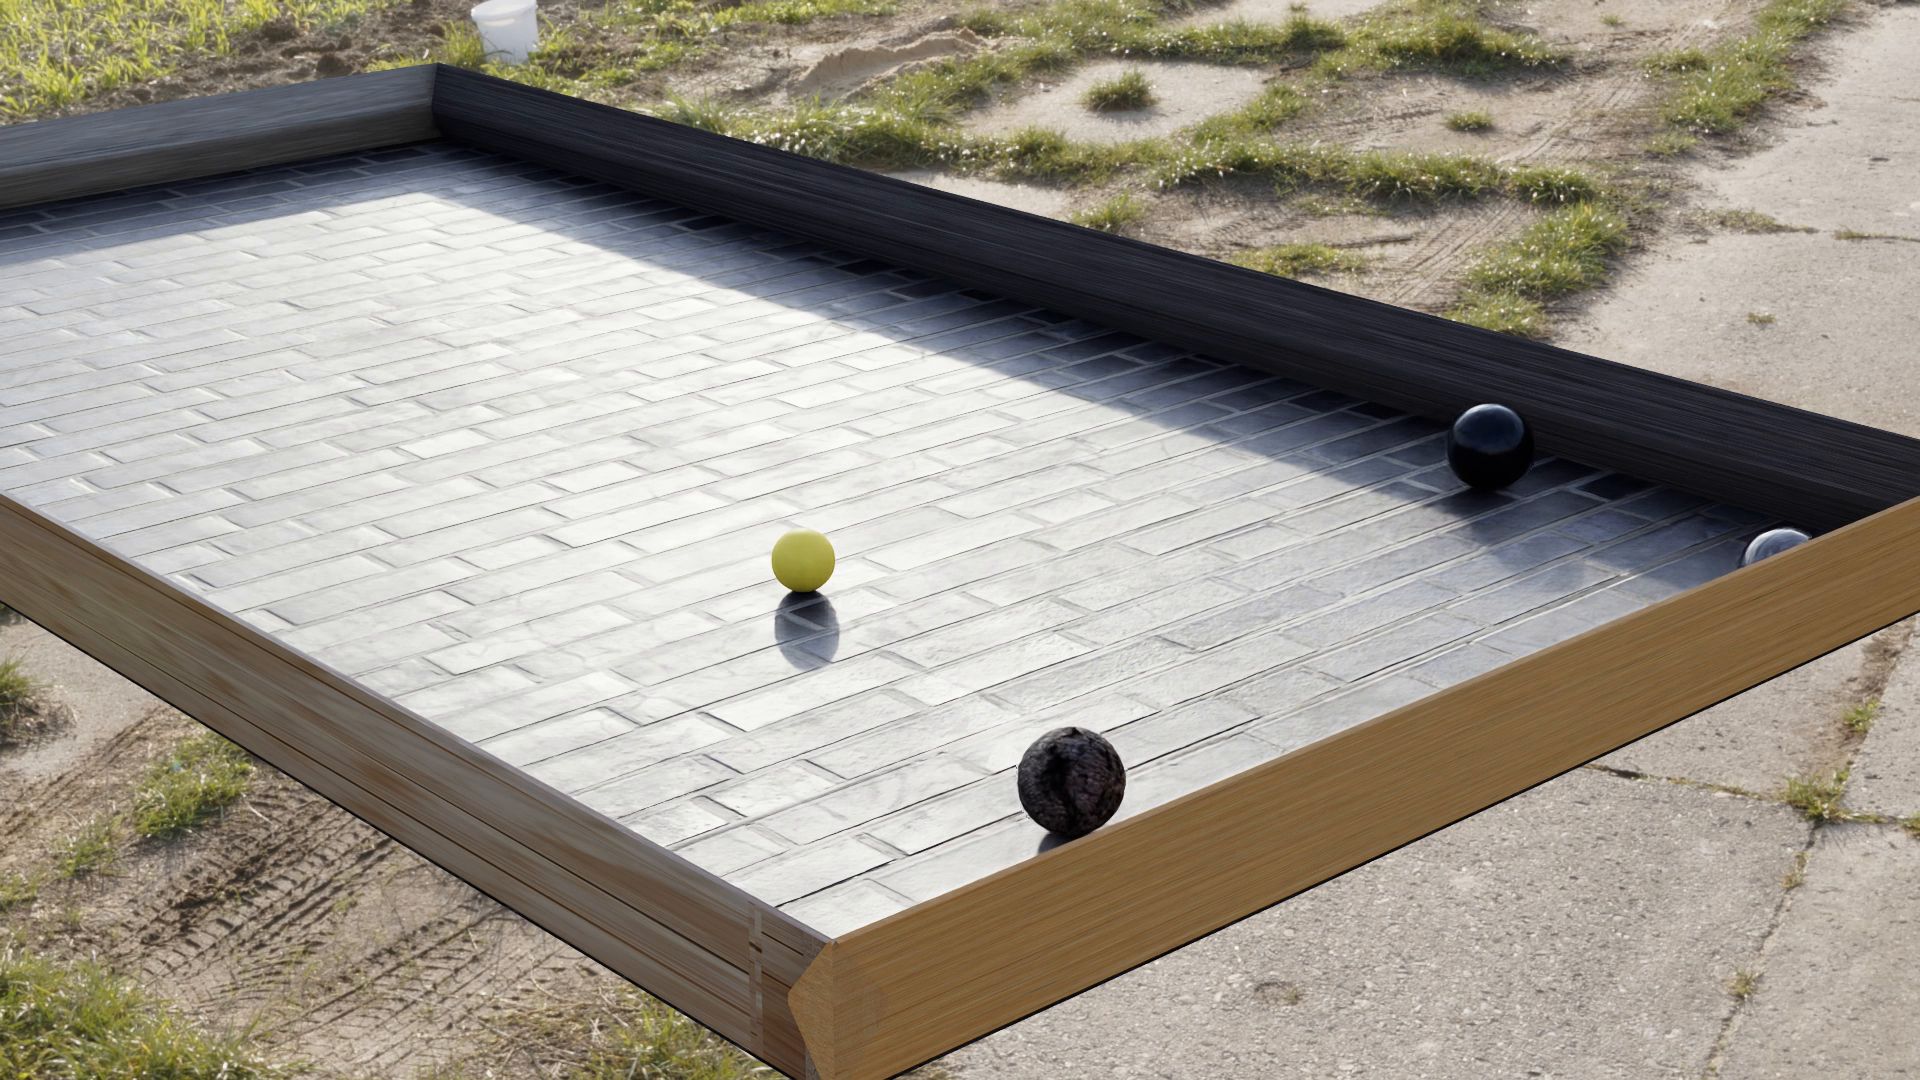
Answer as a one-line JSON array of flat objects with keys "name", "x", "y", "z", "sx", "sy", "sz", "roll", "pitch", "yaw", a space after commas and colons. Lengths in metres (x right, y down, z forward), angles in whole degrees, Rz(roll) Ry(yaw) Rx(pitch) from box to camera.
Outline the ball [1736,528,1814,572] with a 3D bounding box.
[{"name": "ball", "x": 0.751, "y": 0.030, "z": 2.685, "sx": 0.082, "sy": 0.082, "sz": 0.082, "roll": 0, "pitch": 20, "yaw": 0}]

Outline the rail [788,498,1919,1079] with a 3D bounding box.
[{"name": "rail", "x": 0.434, "y": 0.139, "z": 2.332, "sx": 1.428, "sy": 0.116, "sz": 0.045, "roll": -17, "pitch": 26, "yaw": -39}]

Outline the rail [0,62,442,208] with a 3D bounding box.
[{"name": "rail", "x": -1.333, "y": -0.526, "z": 4.169, "sx": 1.428, "sy": 0.116, "sz": 0.045, "roll": -17, "pitch": 26, "yaw": -39}]

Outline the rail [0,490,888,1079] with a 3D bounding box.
[{"name": "rail", "x": -0.962, "y": -0.036, "z": 2.815, "sx": 0.045, "sy": 0.116, "sz": 2.681, "roll": -17, "pitch": 26, "yaw": -39}]

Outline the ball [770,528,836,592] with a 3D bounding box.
[{"name": "ball", "x": -0.146, "y": 0.019, "z": 2.748, "sx": 0.060, "sy": 0.060, "sz": 0.060, "roll": 0, "pitch": 20, "yaw": 0}]

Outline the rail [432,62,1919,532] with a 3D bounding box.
[{"name": "rail", "x": 0.063, "y": -0.351, "z": 3.686, "sx": 0.045, "sy": 0.116, "sz": 2.681, "roll": -17, "pitch": 26, "yaw": -39}]

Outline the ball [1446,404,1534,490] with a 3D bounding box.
[{"name": "ball", "x": 0.544, "y": -0.095, "z": 3.020, "sx": 0.089, "sy": 0.089, "sz": 0.089, "roll": 0, "pitch": 20, "yaw": 0}]

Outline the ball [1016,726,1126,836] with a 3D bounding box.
[{"name": "ball", "x": 0.085, "y": 0.185, "z": 2.255, "sx": 0.084, "sy": 0.084, "sz": 0.084, "roll": 0, "pitch": 20, "yaw": 0}]
